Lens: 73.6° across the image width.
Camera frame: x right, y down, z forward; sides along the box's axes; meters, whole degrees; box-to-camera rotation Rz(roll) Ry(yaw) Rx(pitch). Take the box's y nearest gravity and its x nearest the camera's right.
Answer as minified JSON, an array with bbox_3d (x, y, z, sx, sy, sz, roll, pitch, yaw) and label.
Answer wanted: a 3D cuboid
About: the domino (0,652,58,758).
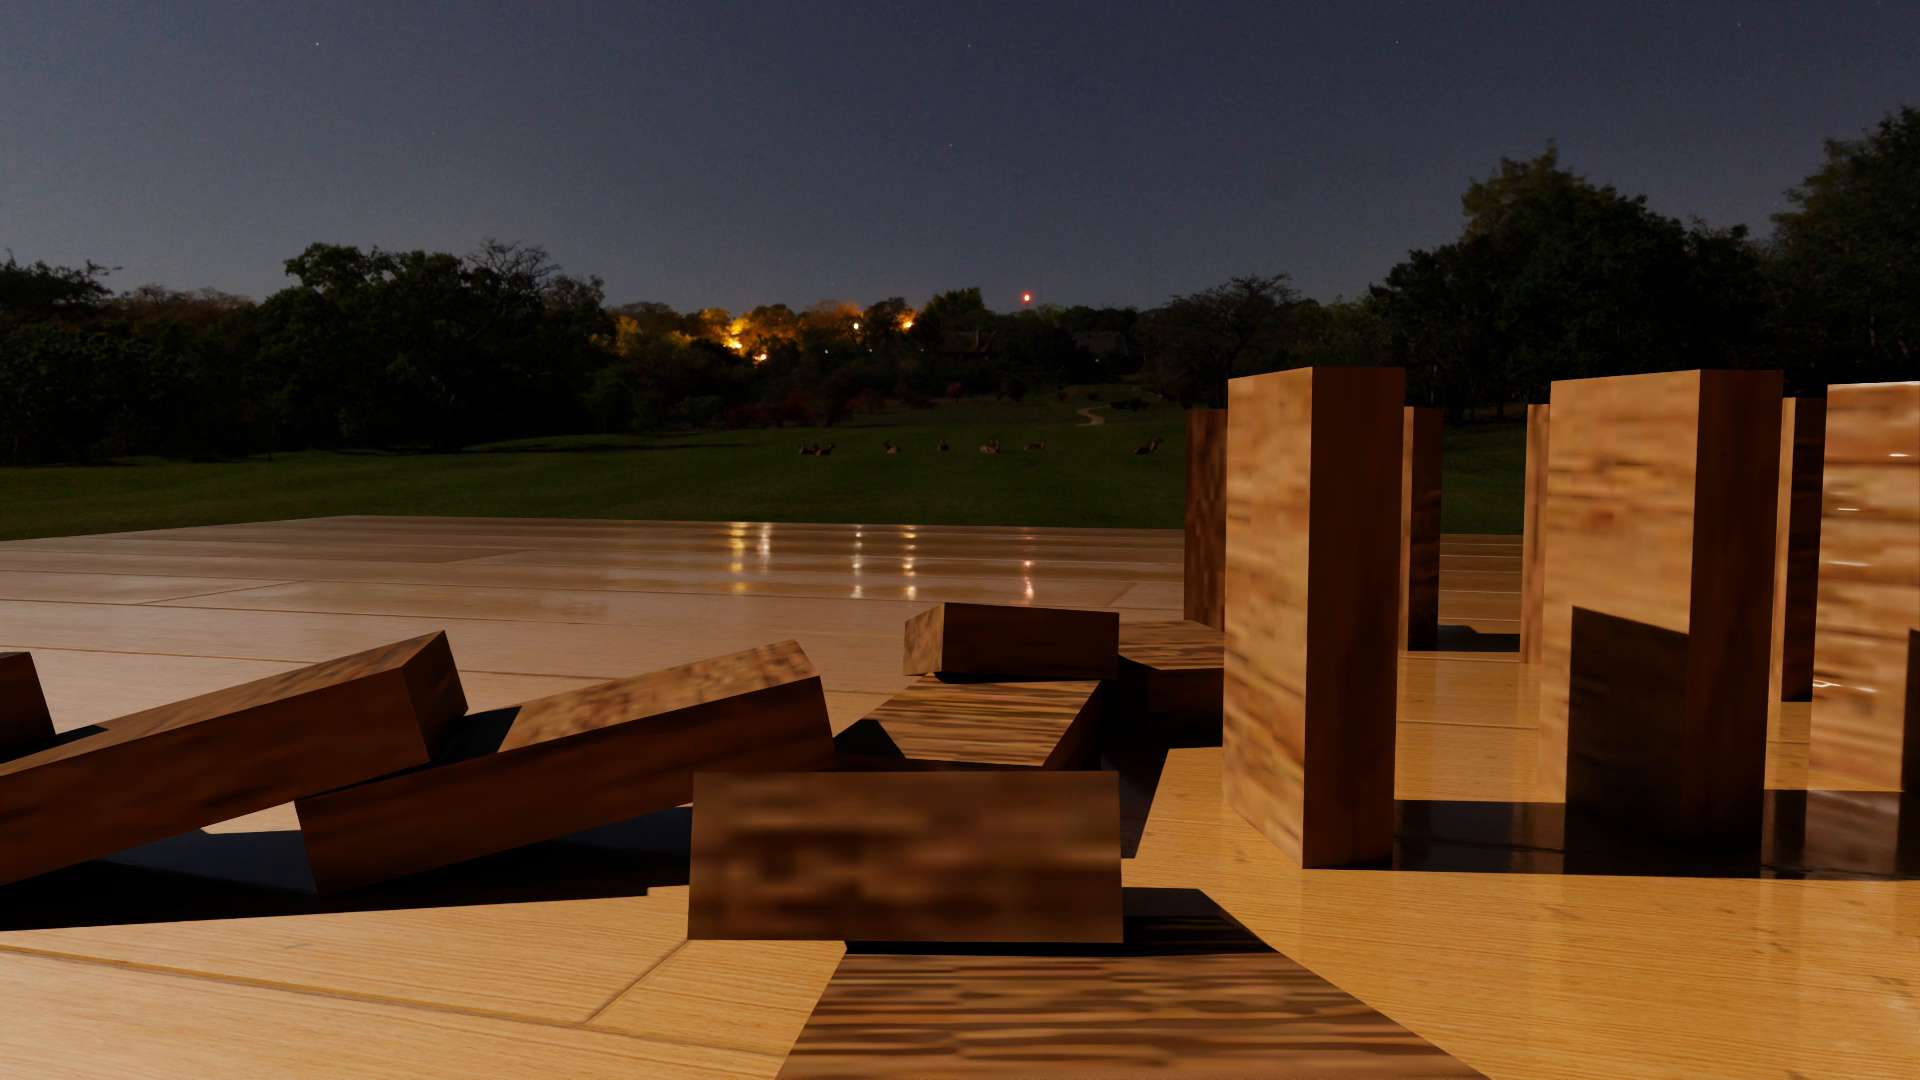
[{"bbox_3d":[-0.118,0.023,0.122,0.050,0.009,0.025,-18,8,-41],"label":"domino"}]

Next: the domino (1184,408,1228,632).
[{"bbox_3d":[0.056,-0.004,0.291,0.009,0.050,0.025,1,4,11],"label":"domino"}]

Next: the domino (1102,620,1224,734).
[{"bbox_3d":[0.036,0.022,0.215,0.025,0.010,0.050,-1,4,-10],"label":"domino"}]

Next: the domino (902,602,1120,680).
[{"bbox_3d":[0.006,0.017,0.203,0.025,0.010,0.050,4,-7,-8],"label":"domino"}]

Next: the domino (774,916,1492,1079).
[{"bbox_3d":[0.006,0.027,0.065,0.025,0.009,0.050,0,-10,0],"label":"domino"}]

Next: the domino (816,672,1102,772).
[{"bbox_3d":[0.002,0.026,0.159,0.025,0.010,0.050,1,4,13],"label":"domino"}]

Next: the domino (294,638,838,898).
[{"bbox_3d":[-0.040,0.023,0.137,0.050,0.009,0.025,-13,7,-12],"label":"domino"}]

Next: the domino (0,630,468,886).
[{"bbox_3d":[-0.078,0.022,0.129,0.050,0.010,0.025,-16,7,-12],"label":"domino"}]

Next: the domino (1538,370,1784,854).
[{"bbox_3d":[0.078,0.007,0.145,0.010,0.050,0.025,-1,4,-9],"label":"domino"}]

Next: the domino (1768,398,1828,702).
[{"bbox_3d":[0.145,0.001,0.220,0.025,0.050,0.010,-2,5,-24],"label":"domino"}]

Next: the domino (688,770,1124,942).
[{"bbox_3d":[-0.001,0.023,0.098,0.025,0.009,0.050,-1,-12,4],"label":"domino"}]

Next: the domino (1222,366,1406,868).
[{"bbox_3d":[0.038,0.007,0.140,0.009,0.050,0.025,-1,4,-7],"label":"domino"}]

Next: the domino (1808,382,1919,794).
[{"bbox_3d":[0.121,0.006,0.157,0.009,0.050,0.025,-2,5,-26],"label":"domino"}]

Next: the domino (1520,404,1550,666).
[{"bbox_3d":[0.121,-0.001,0.253,0.025,0.050,0.009,-4,6,-45],"label":"domino"}]

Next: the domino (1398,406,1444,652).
[{"bbox_3d":[0.095,-0.003,0.275,0.009,0.050,0.025,3,5,34],"label":"domino"}]
